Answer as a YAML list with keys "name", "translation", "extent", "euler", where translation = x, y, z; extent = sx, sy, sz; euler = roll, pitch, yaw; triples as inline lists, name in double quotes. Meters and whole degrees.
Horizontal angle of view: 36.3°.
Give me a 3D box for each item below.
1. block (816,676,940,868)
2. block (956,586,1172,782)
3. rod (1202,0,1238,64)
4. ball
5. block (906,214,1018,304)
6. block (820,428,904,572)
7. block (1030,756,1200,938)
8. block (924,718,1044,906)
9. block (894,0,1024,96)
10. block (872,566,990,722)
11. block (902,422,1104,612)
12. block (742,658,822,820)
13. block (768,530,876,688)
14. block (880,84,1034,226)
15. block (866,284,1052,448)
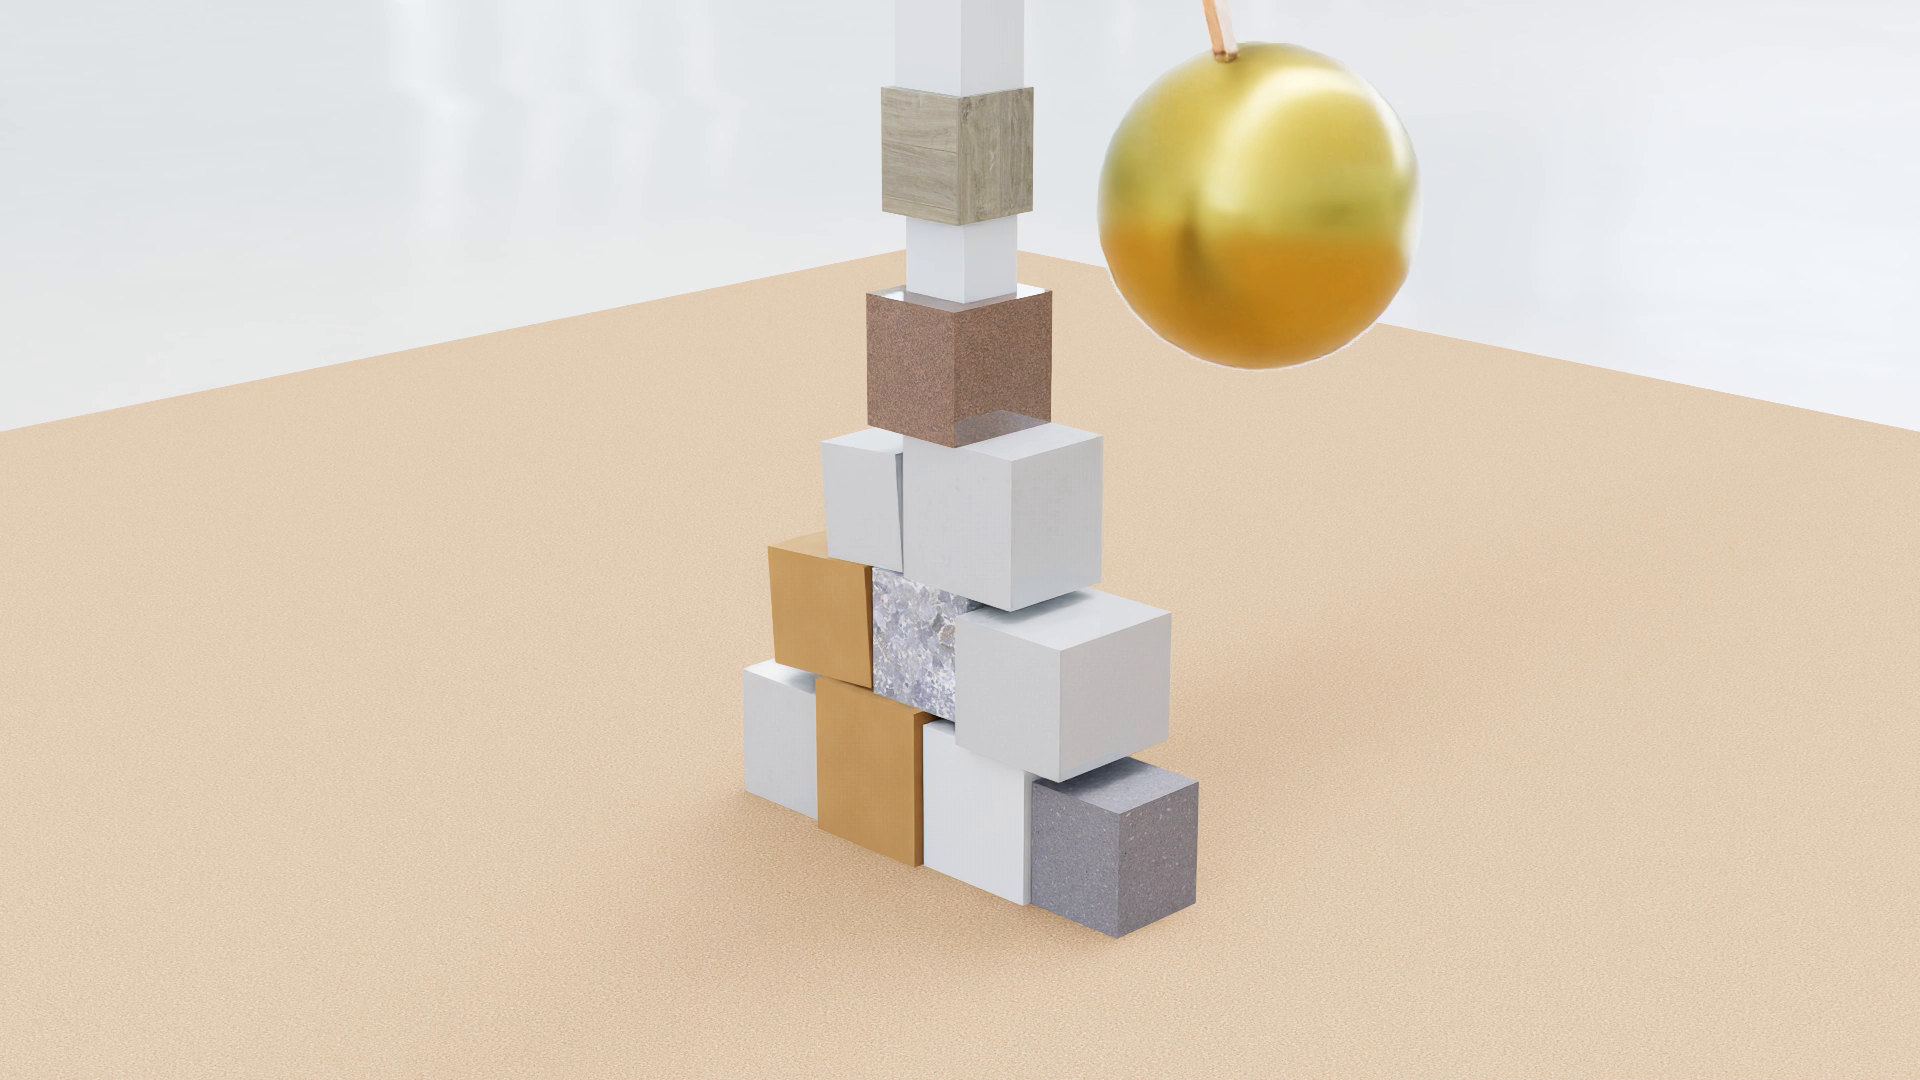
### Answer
- name: "block"
  translation: [-0.205, 1.011, 13.867]
  extent: [0.676, 0.757, 0.661]
  euler: [-17, 24, -42]
- name: "block"
  translation: [0.458, 0.618, 13.056]
  extent: [0.722, 0.605, 0.635]
  euler: [-17, 24, -42]
- name: "rod"
  translation: [0.636, -4.428, 12.616]
  extent: [0.080, 5.200, 0.080]
  euler: [17, 44, 42]
- name: "ball"
  translation: [1.467, -1.634, 14.366]
  extent: [1.600, 1.600, 1.600]
  euler: [0, 17, 0]
- name: "block"
  translation: [0.008, -1.276, 12.949]
  extent: [0.331, 0.363, 0.363]
  euler: [-17, 24, -42]
- name: "block"
  translation: [-0.281, -0.205, 13.550]
  extent: [0.481, 0.549, 0.502]
  euler: [-17, 20, -42]
- name: "block"
  translation: [0.689, 1.350, 13.066]
  extent: [0.529, 0.589, 0.518]
  euler: [-17, 24, -42]
- name: "block"
  translation: [0.265, 1.178, 13.438]
  extent: [0.587, 0.694, 0.635]
  euler: [-17, 24, -42]
- name: "block"
  translation: [-0.002, -2.161, 12.661]
  extent: [0.386, 0.406, 0.403]
  euler: [-17, 24, -42]
- name: "block"
  translation: [0.025, 0.419, 13.474]
  extent: [0.594, 0.608, 0.607]
  euler: [-17, 24, -42]
- name: "block"
  translation: [0.191, -0.146, 13.116]
  extent: [0.587, 0.684, 0.671]
  euler: [-17, 24, -42]
- name: "block"
  translation: [-0.641, 0.929, 14.329]
  extent: [0.586, 0.636, 0.592]
  euler: [-17, 24, -42]
- name: "block"
  translation: [-0.458, 0.295, 13.919]
  extent: [0.577, 0.580, 0.669]
  euler: [-17, 20, -42]
- name: "block"
  translation: [-0.011, -1.704, 12.794]
  extent: [0.474, 0.546, 0.464]
  euler: [-17, 24, -42]
- name: "block"
  translation: [-0.002, -0.811, 13.084]
  extent: [0.616, 0.606, 0.554]
  euler: [-17, 24, -42]
